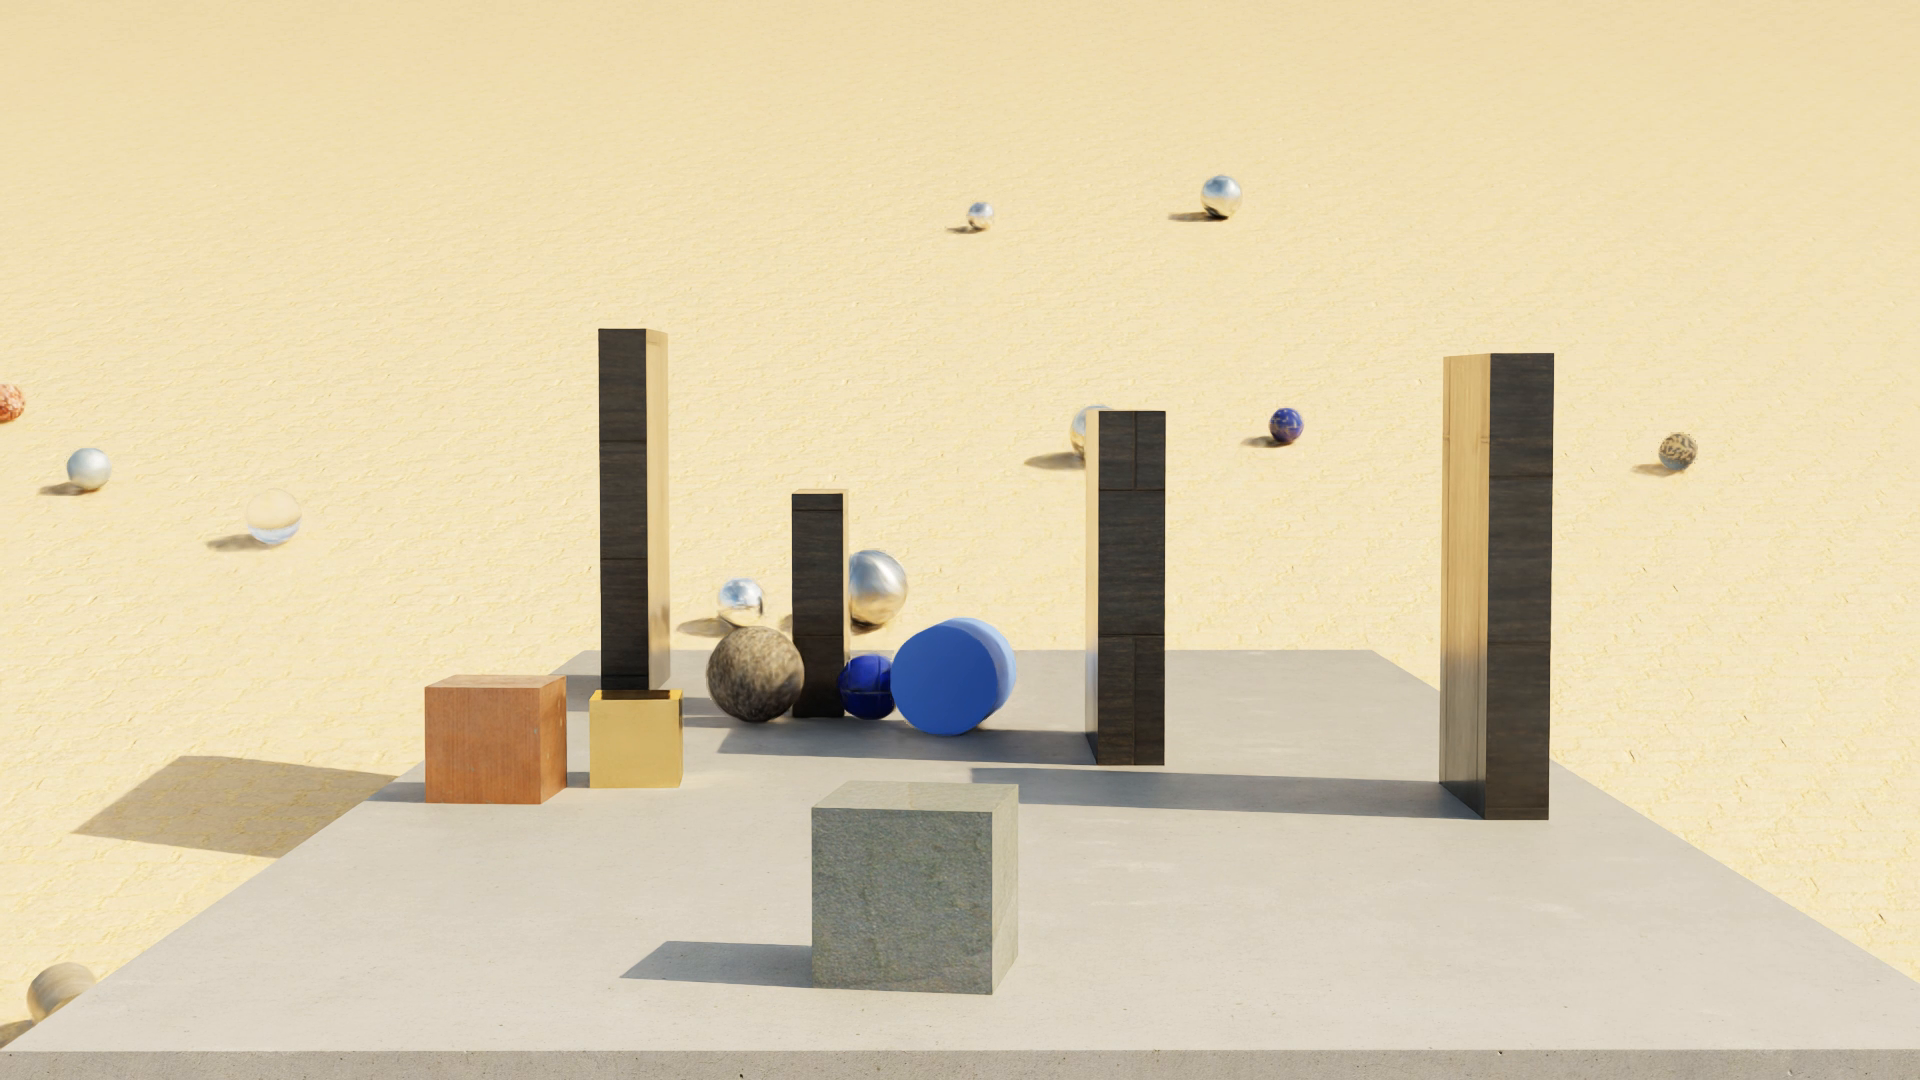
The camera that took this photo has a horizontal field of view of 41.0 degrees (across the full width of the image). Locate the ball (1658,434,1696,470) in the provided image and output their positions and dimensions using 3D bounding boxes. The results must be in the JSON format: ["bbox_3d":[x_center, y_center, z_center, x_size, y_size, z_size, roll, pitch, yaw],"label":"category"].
[{"bbox_3d":[2.257,-0.275,8.081,0.115,0.115,0.115,0,21,0],"label":"ball"}]

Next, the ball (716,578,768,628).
[{"bbox_3d":[-0.587,0.169,6.887,0.139,0.139,0.139,0,21,0],"label":"ball"}]

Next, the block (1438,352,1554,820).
[{"bbox_3d":[0.845,0.062,4.068,0.097,0.708,0.374,0,3,0],"label":"block"}]

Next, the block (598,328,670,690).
[{"bbox_3d":[-0.716,-0.067,5.670,0.102,0.787,0.416,0,3,0],"label":"block"}]

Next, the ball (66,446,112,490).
[{"bbox_3d":[-2.681,-0.220,7.911,0.133,0.133,0.133,0,21,0],"label":"ball"}]

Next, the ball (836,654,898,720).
[{"bbox_3d":[-0.177,0.292,5.099,0.134,0.134,0.134,0,21,0],"label":"ball"}]

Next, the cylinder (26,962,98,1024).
[{"bbox_3d":[-1.717,0.907,4.961,0.135,0.135,0.135,-13,24,-30],"label":"cylinder"}]

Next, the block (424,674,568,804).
[{"bbox_3d":[-0.747,0.320,4.150,0.185,0.185,0.185,0,3,4],"label":"block"}]

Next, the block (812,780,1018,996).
[{"bbox_3d":[-0.047,0.384,2.873,0.199,0.199,0.199,0,3,9],"label":"block"}]

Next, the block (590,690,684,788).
[{"bbox_3d":[-0.540,0.331,4.295,0.146,0.146,0.146,0,3,-3],"label":"block"}]

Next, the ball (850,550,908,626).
[{"bbox_3d":[-0.242,0.128,6.903,0.204,0.204,0.204,0,21,0],"label":"ball"}]

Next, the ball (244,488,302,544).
[{"bbox_3d":[-1.998,-0.069,7.476,0.162,0.162,0.162,0,21,0],"label":"ball"}]

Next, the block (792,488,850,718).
[{"bbox_3d":[-0.285,0.124,5.271,0.104,0.450,0.277,0,3,0],"label":"block"}]

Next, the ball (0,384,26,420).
[{"bbox_3d":[-3.173,-0.458,8.552,0.121,0.121,0.121,0,21,0],"label":"ball"}]

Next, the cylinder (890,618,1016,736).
[{"bbox_3d":[-0.011,0.262,4.971,0.208,0.208,0.208,4,4,11],"label":"cylinder"}]

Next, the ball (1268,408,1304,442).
[{"bbox_3d":[1.059,-0.373,8.335,0.115,0.115,0.115,0,21,0],"label":"ball"}]

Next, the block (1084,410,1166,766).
[{"bbox_3d":[0.298,0.073,4.678,0.117,0.618,0.433,0,3,0],"label":"block"}]

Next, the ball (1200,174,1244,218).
[{"bbox_3d":[1.137,-1.494,11.167,0.186,0.186,0.186,0,21,0],"label":"ball"}]

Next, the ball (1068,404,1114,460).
[{"bbox_3d":[0.438,-0.338,8.146,0.186,0.186,0.186,0,21,0],"label":"ball"}]

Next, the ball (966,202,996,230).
[{"bbox_3d":[0.090,-1.383,10.966,0.124,0.124,0.124,0,21,0],"label":"ball"}]

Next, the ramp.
[{"bbox_3d":[0.049,0.441,4.532,2.000,0.100,4.000,0,3,0],"label":"ramp"}]

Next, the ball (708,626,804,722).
[{"bbox_3d":[-0.403,0.265,5.071,0.191,0.191,0.191,0,21,0],"label":"ball"}]
